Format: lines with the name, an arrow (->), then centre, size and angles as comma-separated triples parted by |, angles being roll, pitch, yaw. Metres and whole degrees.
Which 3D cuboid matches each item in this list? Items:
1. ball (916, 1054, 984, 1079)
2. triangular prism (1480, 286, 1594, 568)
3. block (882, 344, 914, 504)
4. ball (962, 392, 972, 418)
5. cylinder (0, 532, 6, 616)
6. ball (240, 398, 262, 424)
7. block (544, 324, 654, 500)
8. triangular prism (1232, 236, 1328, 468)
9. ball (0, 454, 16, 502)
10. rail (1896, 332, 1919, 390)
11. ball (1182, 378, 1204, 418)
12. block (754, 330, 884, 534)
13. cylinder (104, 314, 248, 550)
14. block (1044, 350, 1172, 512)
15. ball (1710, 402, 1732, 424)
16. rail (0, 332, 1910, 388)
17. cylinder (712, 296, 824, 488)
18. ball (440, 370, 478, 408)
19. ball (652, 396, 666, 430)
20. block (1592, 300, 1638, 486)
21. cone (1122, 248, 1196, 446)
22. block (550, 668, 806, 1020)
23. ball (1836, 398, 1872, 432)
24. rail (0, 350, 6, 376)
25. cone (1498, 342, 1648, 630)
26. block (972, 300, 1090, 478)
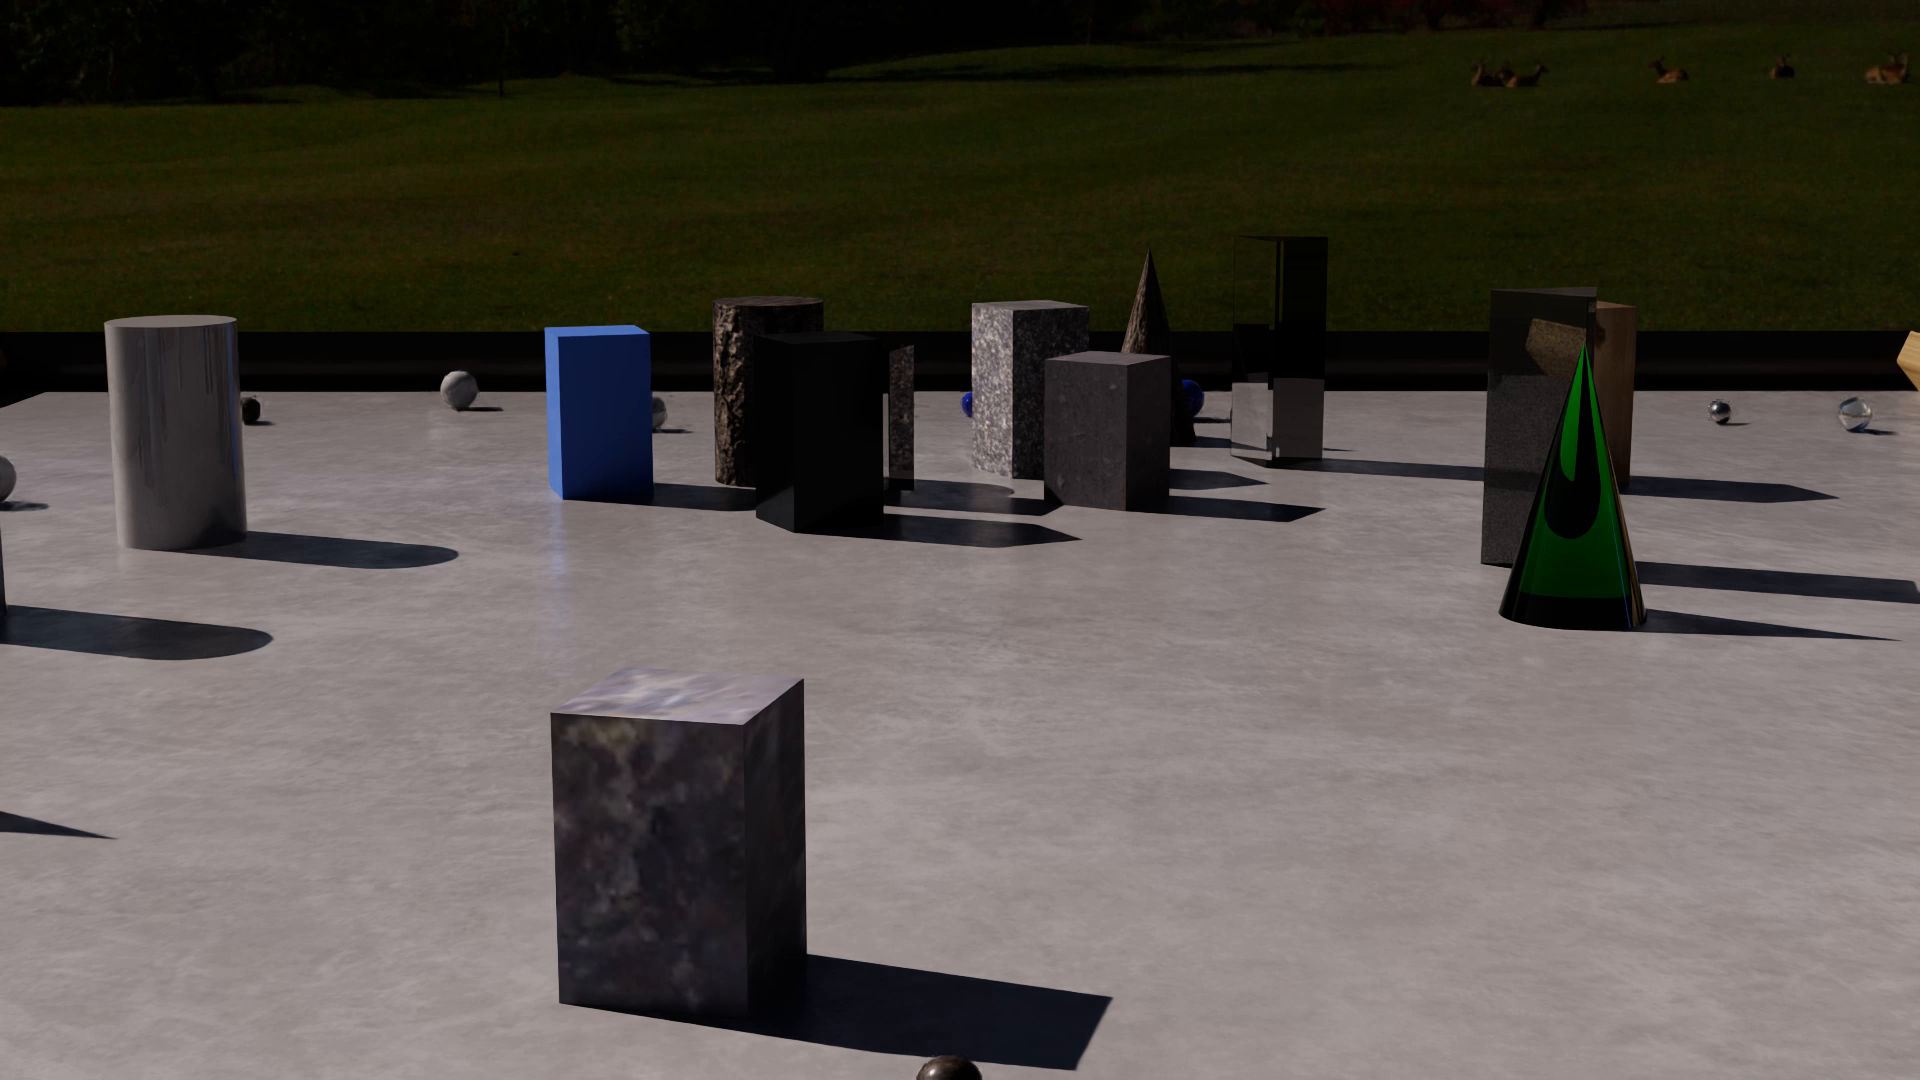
ball -> -0.007, 0.382, 1.779 | 0.050, 0.050, 0.050 | 0, 11, 0
triangular prism -> 0.880, -0.163, 3.747 | 0.168, 0.404, 0.146 | 10, 15, 44
block -> -0.179, -0.201, 4.366 | 0.156, 0.253, 0.156 | 4, 11, 20
ball -> 0.030, -0.283, 5.350 | 0.054, 0.054, 0.054 | 0, 11, 0
cylinder -> -1.379, -0.086, 3.396 | 0.194, 0.381, 0.194 | 0, 11, 0
ball -> -1.461, -0.266, 5.266 | 0.053, 0.053, 0.053 | 0, 11, 0
block -> -0.621, -0.222, 4.414 | 0.156, 0.277, 0.156 | -3, 11, -17
triangular prism -> 0.566, -0.353, 4.750 | 0.146, 0.412, 0.168 | 9, 14, 41
ball -> -1.623, -0.103, 4.285 | 0.090, 0.090, 0.090 | 0, 11, 0
rail -> 2.156, 0.030, 3.461 | 0.045, 0.126, 4.862 | 0, 11, 0
ball -> 0.462, -0.291, 5.309 | 0.086, 0.086, 0.086 | 0, 11, 0
block -> -0.227, -0.176, 4.110 | 0.156, 0.298, 0.156 | -5, 12, -27
cylinder -> -1.207, -0.168, 3.954 | 0.194, 0.339, 0.194 | 0, 11, 0
block -> 0.248, -0.186, 4.313 | 0.156, 0.242, 0.156 | 7, 12, 31
ball -> 1.560, -0.261, 5.260 | 0.044, 0.044, 0.044 | 0, 11, 0
rail -> -0.014, -0.407, 5.816 | 4.359, 0.126, 0.045 | 0, 11, 0
cylinder -> -0.337, -0.264, 4.531 | 0.194, 0.316, 0.194 | 0, 11, 0
ball -> -1.072, -0.323, 5.492 | 0.081, 0.081, 0.081 | 0, 11, 0
ball -> -0.626, -0.256, 5.156 | 0.073, 0.073, 0.073 | 0, 11, 0
block -> 1.072, -0.258, 4.508 | 0.156, 0.313, 0.156 | -3, 11, -18
cone -> 0.367, -0.384, 5.009 | 0.194, 0.378, 0.194 | 0, 11, 0
block -> -0.221, 0.238, 2.050 | 0.156, 0.235, 0.156 | 3, 11, 13
ball -> 1.794, -0.251, 5.147 | 0.067, 0.067, 0.067 | 0, 11, 0
rail -> -2.156, 0.035, 3.437 | 0.045, 0.126, 4.862 | 0, 11, 0
cone -> 0.820, -0.081, 3.402 | 0.194, 0.369, 0.194 | 0, 11, 0
block -> 0.126, -0.275, 4.640 | 0.156, 0.299, 0.156 | -5, 12, -27
